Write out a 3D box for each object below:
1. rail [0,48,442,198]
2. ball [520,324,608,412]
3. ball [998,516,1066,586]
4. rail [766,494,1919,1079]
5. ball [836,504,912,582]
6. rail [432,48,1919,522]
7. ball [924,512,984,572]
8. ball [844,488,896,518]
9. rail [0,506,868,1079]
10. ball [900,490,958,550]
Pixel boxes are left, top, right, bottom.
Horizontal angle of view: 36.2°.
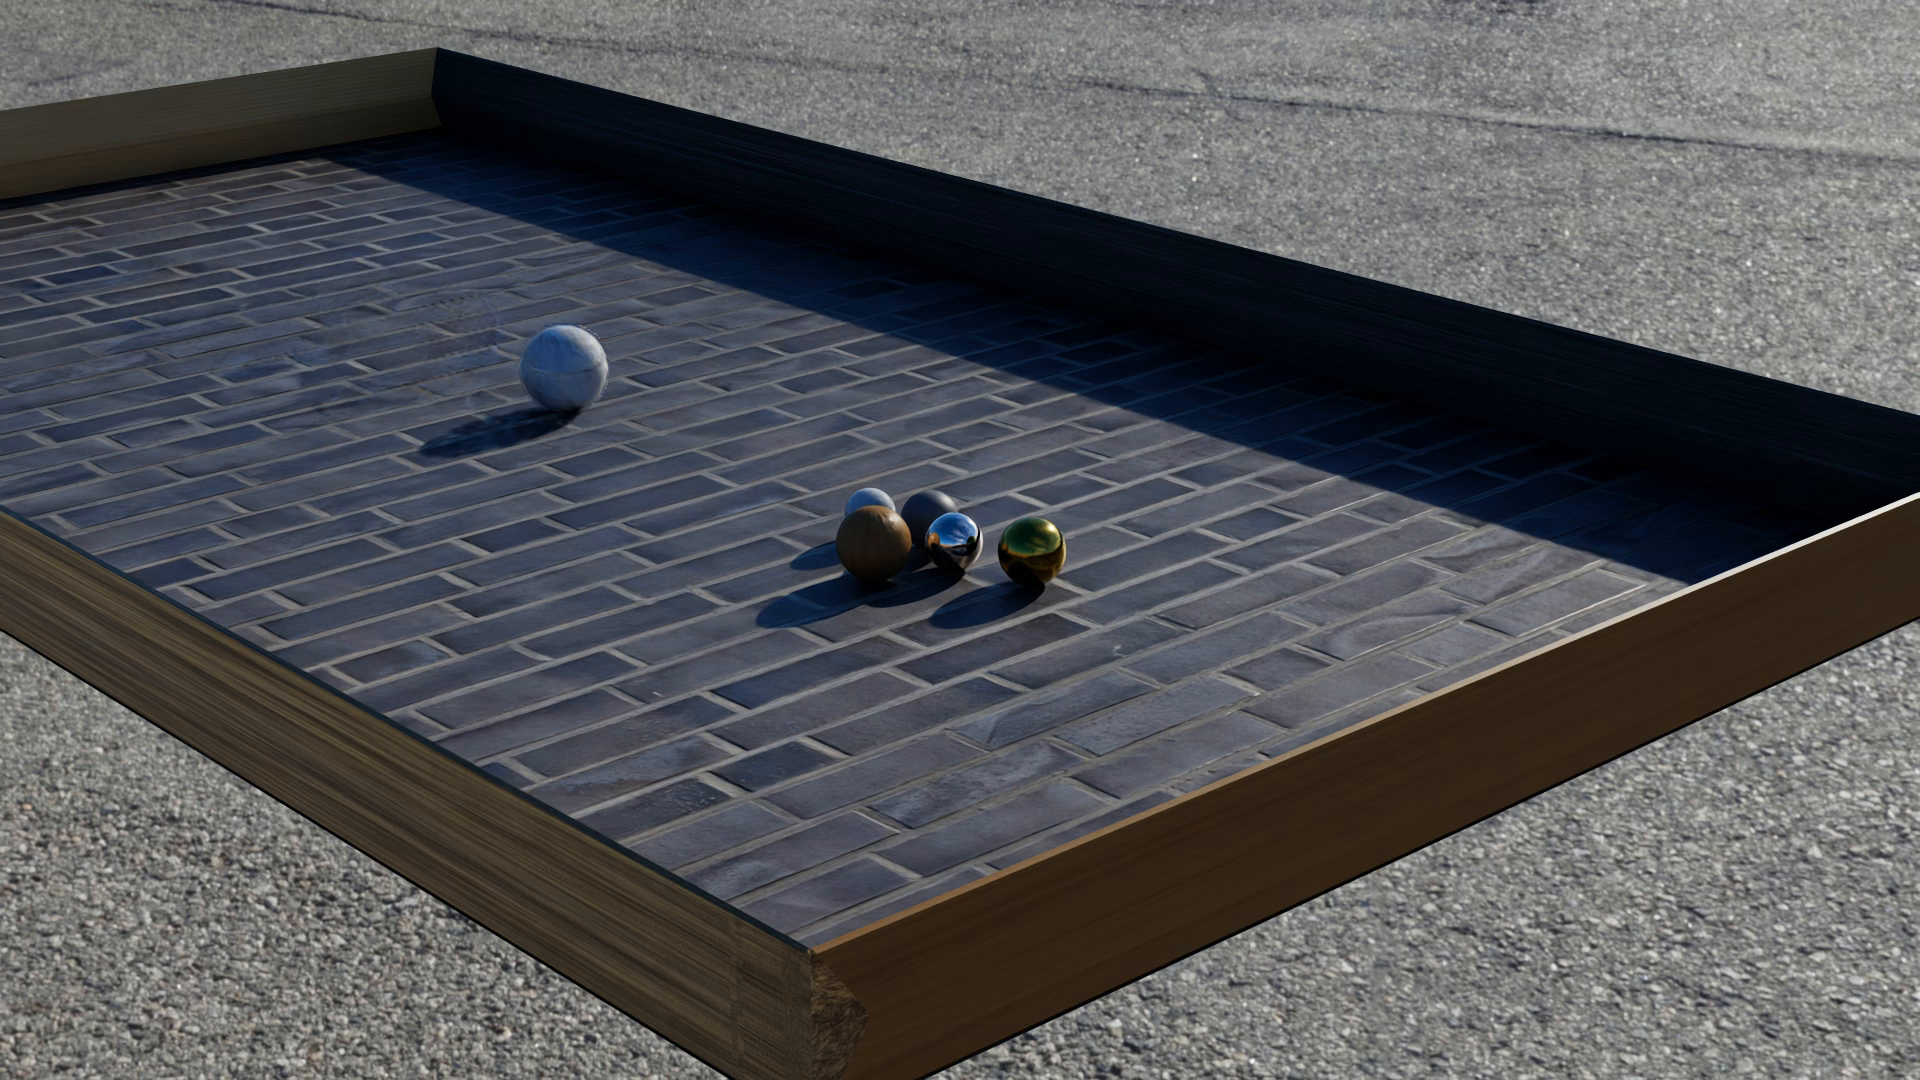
[{"bbox_3d":[-1.359,-0.542,4.178,1.489,0.125,0.045,-17,26,-39],"label":"rail"},{"bbox_3d":[-0.438,-0.190,3.255,0.096,0.096,0.096,0,20,0],"label":"ball"},{"bbox_3d":[0.067,0.010,2.750,0.065,0.065,0.065,0,20,0],"label":"ball"},{"bbox_3d":[0.442,0.135,2.316,1.489,0.125,0.045,-17,26,-39],"label":"rail"},{"bbox_3d":[-0.081,0.003,2.761,0.071,0.071,0.071,0,20,0],"label":"ball"},{"bbox_3d":[0.075,-0.369,3.703,0.045,0.125,2.725,-17,26,-39],"label":"rail"},{"bbox_3d":[-0.006,0.002,2.786,0.056,0.056,0.056,0,20,0],"label":"ball"},{"bbox_3d":[-0.088,-0.026,2.870,0.051,0.051,0.051,0,20,0],"label":"ball"},{"bbox_3d":[-0.992,-0.038,2.792,0.045,0.125,2.725,-17,26,-39],"label":"rail"},{"bbox_3d":[-0.029,-0.020,2.842,0.058,0.058,0.058,0,20,0],"label":"ball"}]
